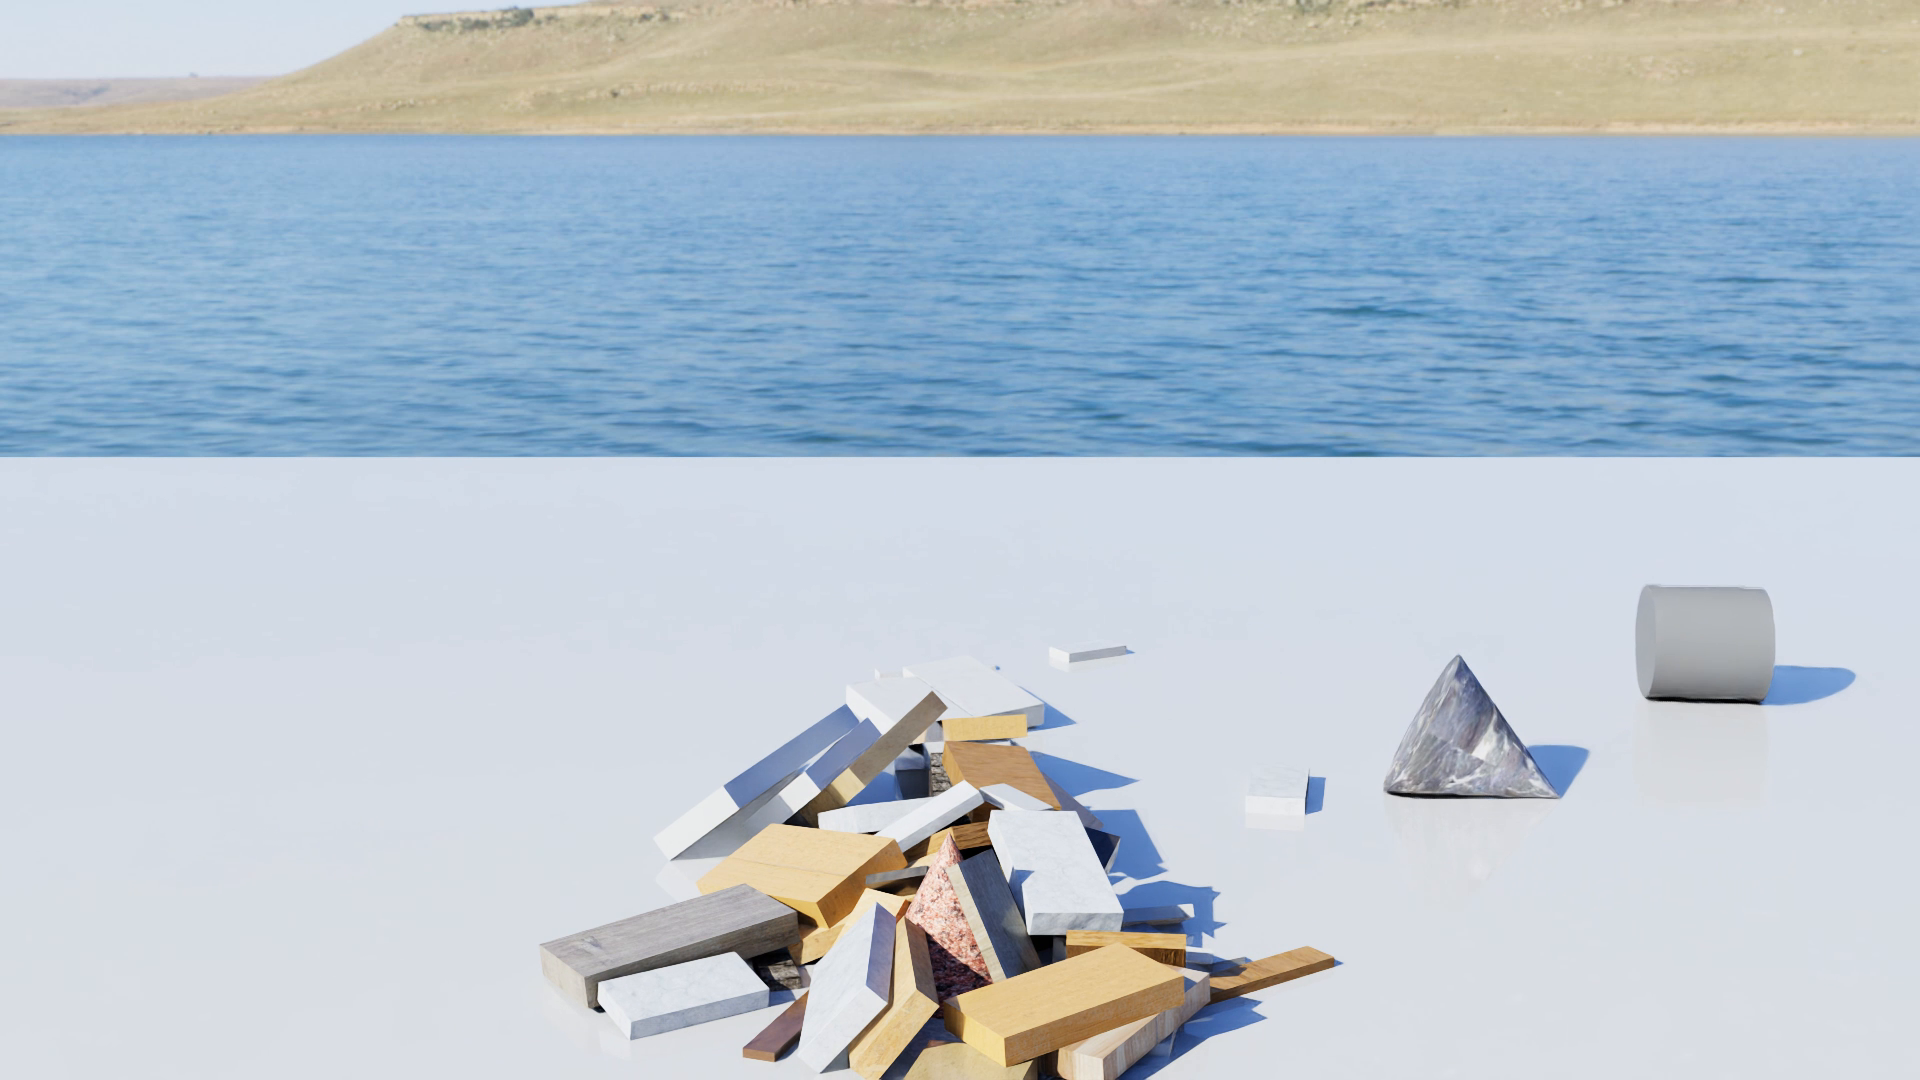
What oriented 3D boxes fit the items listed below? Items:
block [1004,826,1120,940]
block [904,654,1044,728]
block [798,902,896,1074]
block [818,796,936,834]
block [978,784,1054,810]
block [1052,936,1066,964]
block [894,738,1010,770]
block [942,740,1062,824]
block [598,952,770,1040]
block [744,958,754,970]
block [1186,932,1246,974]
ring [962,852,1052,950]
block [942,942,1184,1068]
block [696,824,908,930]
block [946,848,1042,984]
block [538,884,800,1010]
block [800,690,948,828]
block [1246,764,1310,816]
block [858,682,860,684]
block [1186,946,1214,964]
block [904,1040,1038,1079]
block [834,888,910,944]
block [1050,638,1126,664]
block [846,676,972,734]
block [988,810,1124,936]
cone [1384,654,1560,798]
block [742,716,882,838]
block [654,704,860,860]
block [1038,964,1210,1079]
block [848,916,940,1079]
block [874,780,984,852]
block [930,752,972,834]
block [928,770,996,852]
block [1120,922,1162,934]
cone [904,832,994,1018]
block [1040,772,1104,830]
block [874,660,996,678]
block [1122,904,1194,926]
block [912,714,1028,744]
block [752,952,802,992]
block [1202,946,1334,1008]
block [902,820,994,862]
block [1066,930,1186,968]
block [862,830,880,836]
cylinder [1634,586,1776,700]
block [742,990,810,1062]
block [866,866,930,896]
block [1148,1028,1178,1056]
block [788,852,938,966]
[{"bbox_3d":[0.151,0.520,3.412,0.133,0.038,0.266,15,24,13],"label":"block"},{"bbox_3d":[0.026,0.335,4.759,0.165,0.047,0.330,-9,20,-27],"label":"block"},{"bbox_3d":[-0.156,0.623,3.086,0.040,0.139,0.279,41,11,-9],"label":"block"},{"bbox_3d":[-0.135,0.480,3.799,0.160,0.045,0.320,-5,-8,-15],"label":"block"},{"bbox_3d":[0.092,0.431,3.613,0.059,0.017,0.117,-4,18,-44],"label":"block"},{"bbox_3d":[0.189,0.626,3.342,0.096,0.048,0.014,0,8,0],"label":"block"},{"bbox_3d":[-0.018,0.413,4.235,0.165,0.047,0.330,-2,-6,-12],"label":"block"},{"bbox_3d":[0.068,0.419,3.780,0.147,0.042,0.293,6,13,-12],"label":"block"},{"bbox_3d":[-0.398,0.656,3.171,0.219,0.031,0.109,-7,24,-33],"label":"block"},{"bbox_3d":[-0.386,0.648,3.299,0.147,0.021,0.073,-2,11,-10],"label":"block"},{"bbox_3d":[0.380,0.634,3.384,0.059,0.017,0.119,-5,12,-27],"label":"block"},{"bbox_3d":[0.051,0.574,3.486,0.300,0.100,0.300,-1,11,0],"label":"ring"},{"bbox_3d":[0.144,0.634,3.019,0.299,0.042,0.149,-12,15,-31],"label":"block"},{"bbox_3d":[-0.257,0.533,3.510,0.173,0.049,0.346,-36,20,-34],"label":"block"},{"bbox_3d":[0.058,0.569,3.204,0.025,0.227,0.087,-28,-9,36],"label":"block"},{"bbox_3d":[-0.436,0.607,3.313,0.347,0.049,0.173,-12,13,-31],"label":"block"},{"bbox_3d":[-0.157,0.405,4.069,0.160,0.045,0.320,-43,-2,36],"label":"block"},{"bbox_3d":[0.608,0.475,4.202,0.109,0.031,0.219,2,11,11],"label":"block"},{"bbox_3d":[-0.219,0.341,4.976,0.045,0.013,0.091,-1,11,-5],"label":"block"},{"bbox_3d":[0.303,0.617,3.297,0.143,0.020,0.072,7,-12,-1],"label":"block"},{"bbox_3d":[-0.020,0.736,2.765,0.149,0.042,0.408,3,11,14],"label":"block"},{"bbox_3d":[-0.141,0.593,3.287,0.073,0.021,0.147,8,51,33],"label":"block"},{"bbox_3d":[0.310,0.269,5.334,0.167,0.024,0.084,-6,12,-30],"label":"block"},{"bbox_3d":[-0.089,0.374,4.612,0.165,0.047,0.369,-5,17,-26],"label":"block"},{"bbox_3d":[0.143,0.504,3.350,0.139,0.040,0.279,3,25,-14],"label":"block"},{"bbox_3d":[1.016,0.422,4.205,0.299,0.299,0.299,29,15,6],"label":"cone"},{"bbox_3d":[-0.270,0.441,4.085,0.160,0.045,0.384,-40,-1,18],"label":"block"},{"bbox_3d":[-0.365,0.440,4.077,0.173,0.049,0.585,-37,-3,21],"label":"block"},{"bbox_3d":[0.211,0.665,3.058,0.149,0.042,0.299,5,16,34],"label":"block"},{"bbox_3d":[-0.098,0.636,3.059,0.040,0.140,0.279,38,5,-10],"label":"block"},{"bbox_3d":[-0.149,0.510,3.547,0.409,0.021,0.073,-30,18,-13],"label":"block"},{"bbox_3d":[0.010,0.451,3.876,0.116,0.033,0.231,-1,27,-3],"label":"block"},{"bbox_3d":[0.002,0.484,3.882,0.116,0.033,0.231,0,27,-1],"label":"block"},{"bbox_3d":[0.245,0.627,3.416,0.143,0.020,0.072,-5,12,-27],"label":"block"},{"bbox_3d":[-0.016,0.545,3.247,0.242,0.242,0.242,0,11,0],"label":"cone"},{"bbox_3d":[0.149,0.502,3.805,0.147,0.042,0.293,40,19,6],"label":"block"},{"bbox_3d":[-0.058,0.304,5.172,0.282,0.013,0.045,-3,11,-15],"label":"block"},{"bbox_3d":[0.292,0.598,3.488,0.143,0.020,0.072,-2,-17,-12],"label":"block"},{"bbox_3d":[0.015,0.367,4.238,0.147,0.042,0.333,-2,-6,-14],"label":"block"},{"bbox_3d":[-0.275,0.650,3.305,0.055,0.016,0.110,-3,11,-14],"label":"block"},{"bbox_3d":[0.411,0.656,3.268,0.347,0.017,0.059,-7,13,-35],"label":"block"},{"bbox_3d":[-0.029,0.514,3.631,0.133,0.038,0.266,-4,-17,-37],"label":"block"},{"bbox_3d":[0.245,0.611,3.238,0.174,0.087,0.025,1,49,6],"label":"block"},{"bbox_3d":[-0.138,0.516,3.772,0.116,0.033,0.231,-4,-8,-20],"label":"block"},{"bbox_3d":[1.662,0.231,4.918,0.251,0.251,0.251,1,11,7],"label":"cylinder"},{"bbox_3d":[-0.207,0.671,3.195,0.048,0.014,0.400,4,11,20],"label":"block"},{"bbox_3d":[-0.082,0.516,3.315,0.110,0.016,0.055,-14,-38,30],"label":"block"},{"bbox_3d":[0.271,0.690,3.086,0.059,0.017,0.119,2,11,11],"label":"block"},{"bbox_3d":[-0.134,0.566,3.398,0.266,0.038,0.133,-22,15,5],"label":"block"}]
